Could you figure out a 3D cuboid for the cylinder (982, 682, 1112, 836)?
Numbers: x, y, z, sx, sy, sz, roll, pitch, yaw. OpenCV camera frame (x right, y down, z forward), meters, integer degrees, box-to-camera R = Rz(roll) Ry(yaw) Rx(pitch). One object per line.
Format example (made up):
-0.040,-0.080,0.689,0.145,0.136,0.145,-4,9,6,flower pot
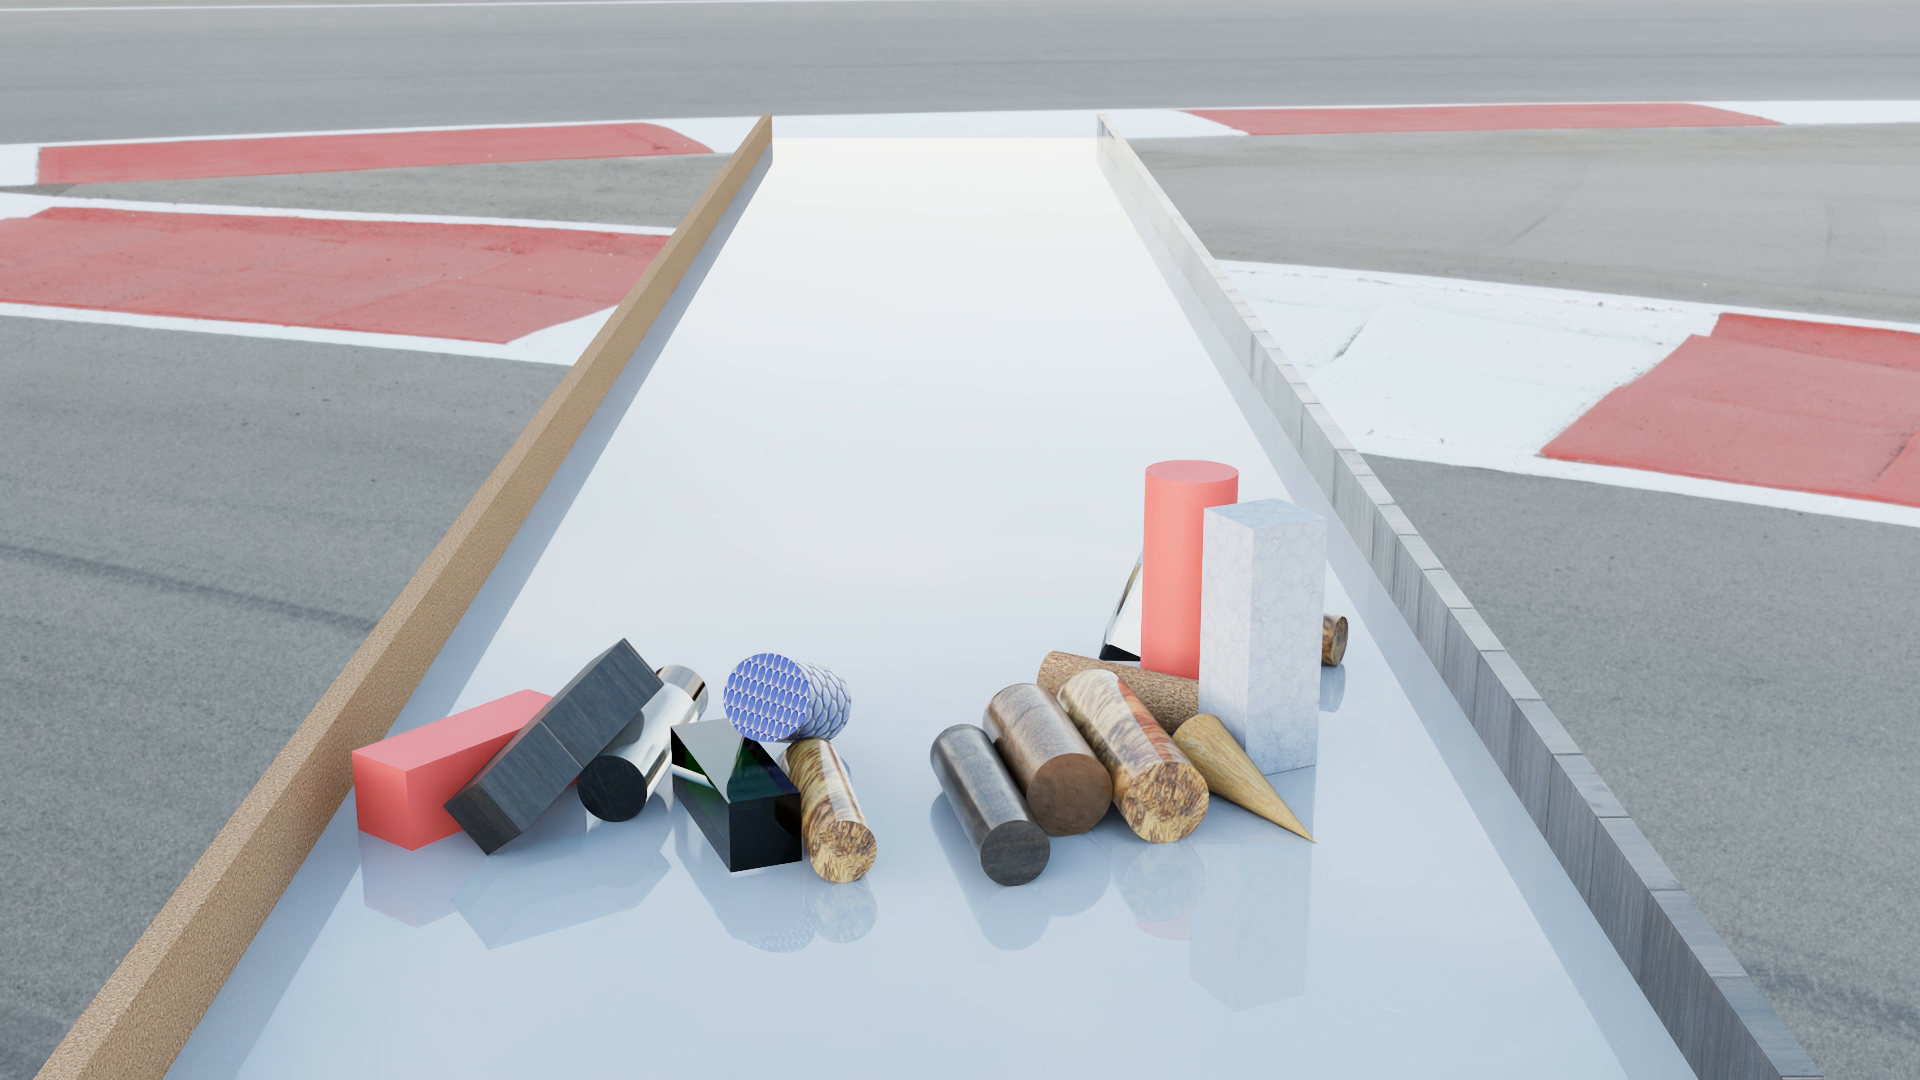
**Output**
0.144,0.368,3.735,0.145,0.145,0.334,-3,17,-11,cylinder

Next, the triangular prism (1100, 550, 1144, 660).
0.367,0.076,4.322,0.115,0.344,0.099,3,39,-25,triangular prism

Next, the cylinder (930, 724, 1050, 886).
0.044,0.427,3.596,0.112,0.112,0.414,-3,17,-11,cylinder

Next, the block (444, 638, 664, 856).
-0.667,0.336,3.649,0.107,0.107,0.432,-33,11,39,block

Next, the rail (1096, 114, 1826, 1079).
0.932,-0.844,7.801,0.050,0.150,12.000,0,17,-1,rail

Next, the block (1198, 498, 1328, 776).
0.528,0.171,3.858,0.152,0.452,0.152,-8,18,-26,block

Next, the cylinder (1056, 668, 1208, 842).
0.288,0.360,3.765,0.142,0.142,0.455,-3,17,-11,cylinder

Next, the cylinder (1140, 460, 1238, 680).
0.427,0.091,4.120,0.172,0.456,0.172,0,16,0,cylinder

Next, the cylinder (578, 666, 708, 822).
-0.548,0.349,3.844,0.119,0.119,0.442,2,17,7,cylinder

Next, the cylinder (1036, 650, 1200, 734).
0.315,0.287,4.078,0.340,0.105,0.105,10,19,31,cylinder

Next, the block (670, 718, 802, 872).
-0.373,0.414,3.627,0.118,0.118,0.357,-7,18,-21,block

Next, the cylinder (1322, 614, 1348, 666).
0.590,0.174,4.465,0.380,0.100,0.100,9,19,28,cylinder

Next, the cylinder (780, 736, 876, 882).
-0.218,0.434,3.583,0.105,0.105,0.359,-3,17,-12,cylinder

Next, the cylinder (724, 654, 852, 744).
-0.294,0.279,3.808,0.147,0.147,0.363,2,-6,8,cylinder

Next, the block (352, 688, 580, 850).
-0.822,0.381,3.704,0.138,0.138,0.374,13,21,36,block

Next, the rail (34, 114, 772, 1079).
-1.118,-0.838,7.780,0.050,0.150,12.000,0,17,-1,rail

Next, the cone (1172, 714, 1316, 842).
0.494,0.424,3.694,0.123,0.123,0.333,-10,30,-30,cone
